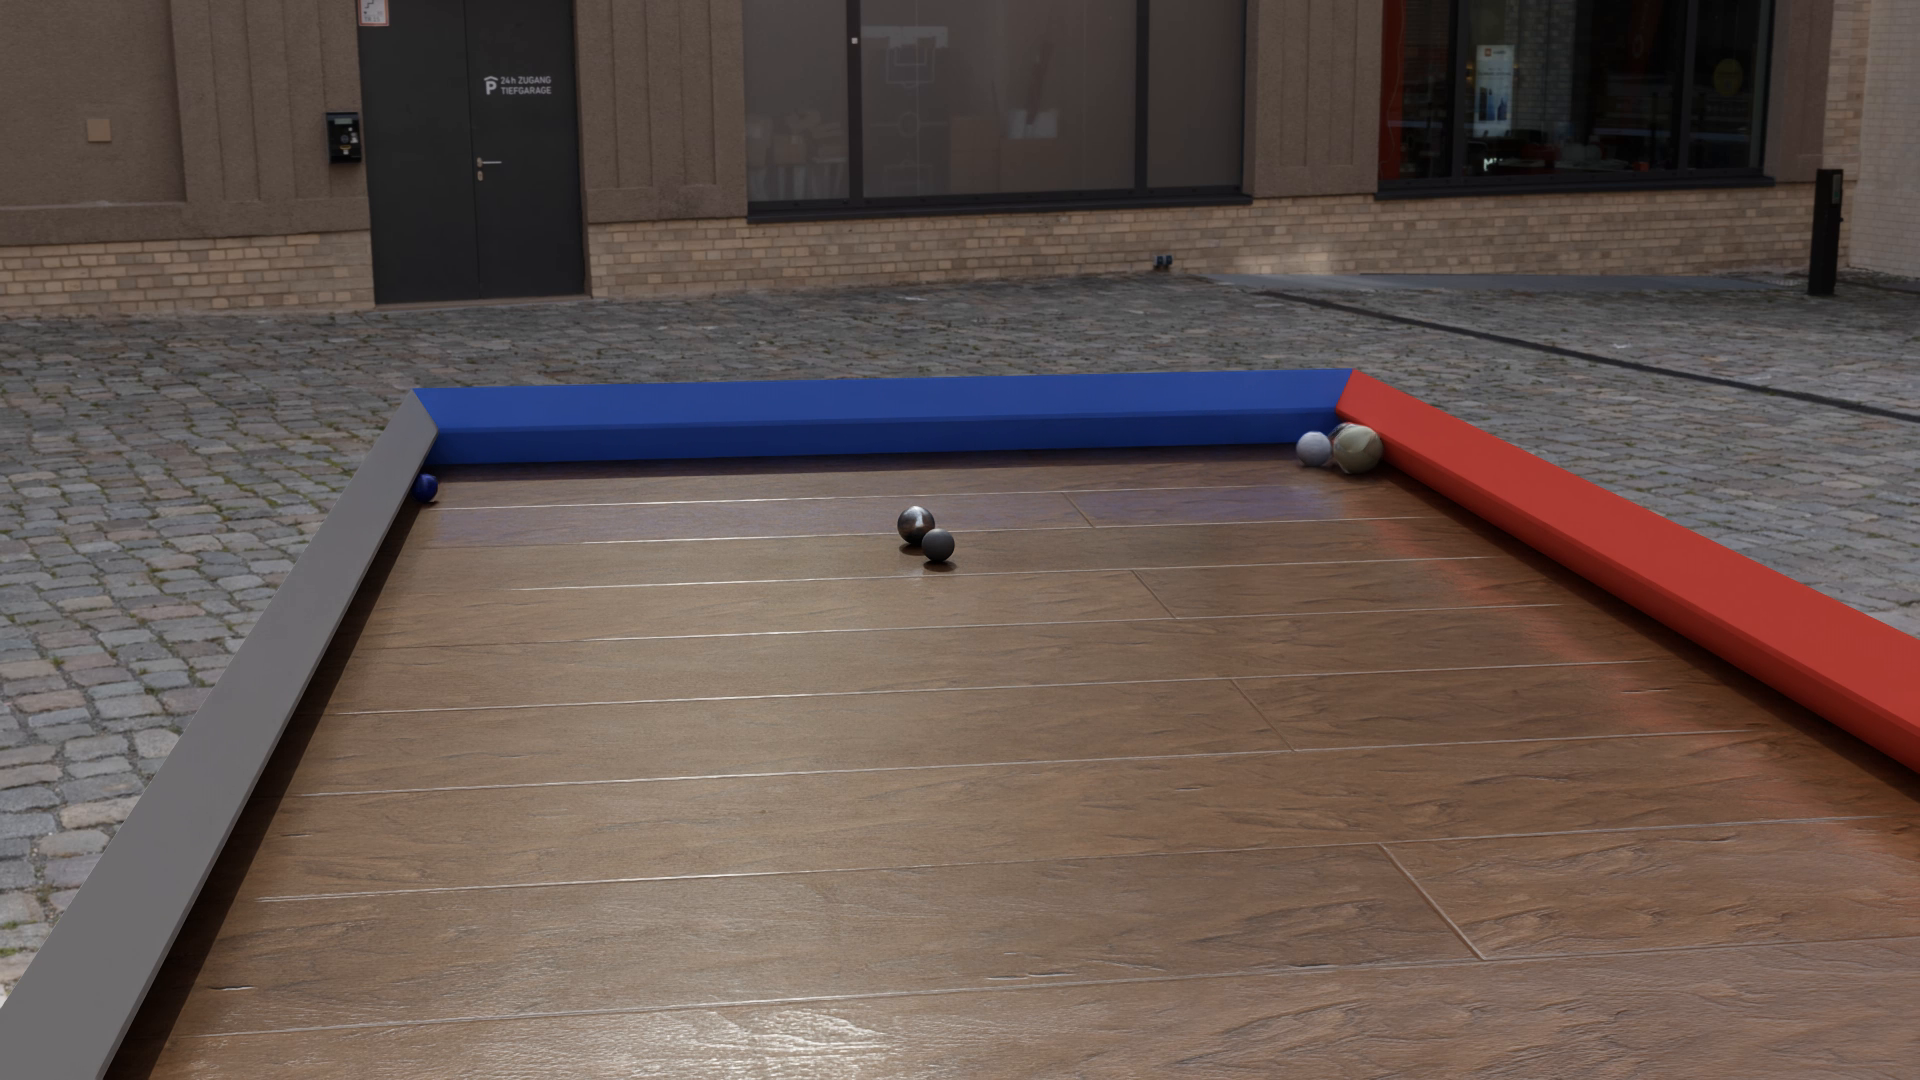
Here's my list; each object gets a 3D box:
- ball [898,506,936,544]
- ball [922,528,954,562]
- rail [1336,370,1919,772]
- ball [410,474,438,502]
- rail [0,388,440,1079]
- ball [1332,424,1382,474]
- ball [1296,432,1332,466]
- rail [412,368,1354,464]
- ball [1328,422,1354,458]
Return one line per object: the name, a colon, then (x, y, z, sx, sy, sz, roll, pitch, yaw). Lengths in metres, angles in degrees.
ball: (-0.060, -0.020, 3.005, 0.052, 0.052, 0.052, 0, 13, 0)
ball: (-0.029, 0.007, 2.907, 0.044, 0.044, 0.044, 0, 13, 0)
rail: (0.859, 0.117, 2.253, 0.045, 0.123, 3.104, -2, 13, -8)
ball: (-0.798, -0.078, 3.276, 0.042, 0.042, 0.042, 0, 13, 0)
rail: (-0.648, 0.163, 2.050, 0.045, 0.123, 3.104, -2, 13, -8)
ball: (0.630, -0.144, 3.486, 0.077, 0.077, 0.077, 0, 13, 0)
ball: (0.570, -0.147, 3.541, 0.057, 0.057, 0.057, 0, 13, 0)
rail: (-0.103, -0.202, 3.626, 1.568, 0.123, 0.045, -2, 13, -8)
ball: (0.628, -0.157, 3.561, 0.067, 0.067, 0.067, 0, 13, 0)
